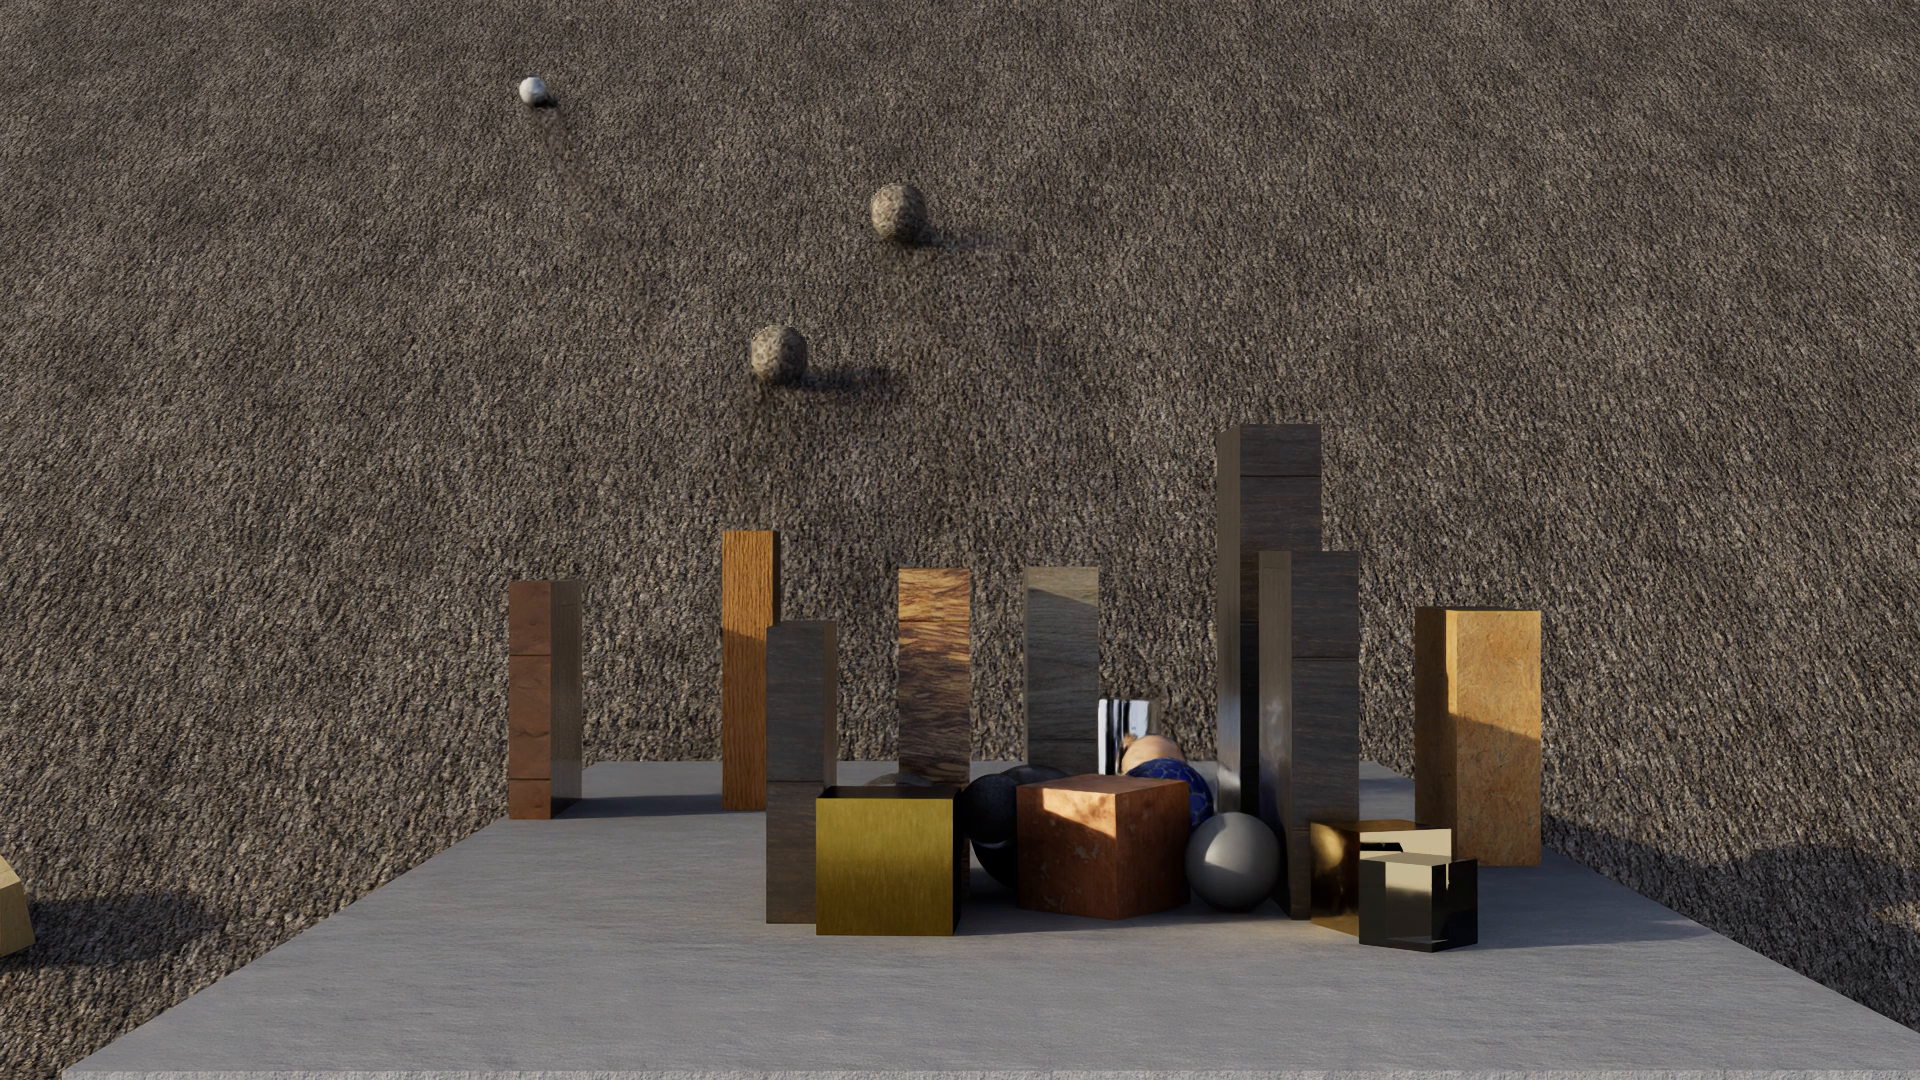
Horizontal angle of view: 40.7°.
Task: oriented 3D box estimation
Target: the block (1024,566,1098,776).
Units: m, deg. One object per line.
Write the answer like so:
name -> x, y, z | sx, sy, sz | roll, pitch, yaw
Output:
block -> 0.172, 0.302, 4.453 | 0.117, 0.513, 0.295 | 0, 0, 0

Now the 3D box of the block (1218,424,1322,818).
block -> 0.553, 0.180, 4.656 | 0.140, 0.759, 0.394 | 0, 0, 0

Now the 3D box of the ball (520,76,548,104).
ball -> -1.788, -1.883, 10.848 | 0.115, 0.115, 0.115 | 0, 31, 0

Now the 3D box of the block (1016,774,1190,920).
block -> 0.217, 0.459, 3.904 | 0.185, 0.185, 0.185 | 0, 2, 40

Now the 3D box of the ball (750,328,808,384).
ball -> -0.604, -0.615, 8.648 | 0.191, 0.191, 0.191 | 0, 31, 0

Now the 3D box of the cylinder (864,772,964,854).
cylinder -> -0.095, 0.458, 3.920 | 0.196, 0.196, 0.196 | 1, 0, 2

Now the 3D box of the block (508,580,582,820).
block -> -0.868, 0.325, 5.438 | 0.084, 0.479, 0.433 | 0, 0, 0

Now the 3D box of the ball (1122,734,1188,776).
ball -> 0.422, 0.493, 5.619 | 0.142, 0.142, 0.142 | 0, 31, 0

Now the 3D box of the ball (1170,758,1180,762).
ball -> 0.424, 0.505, 5.325 | 0.117, 0.117, 0.117 | 0, 31, 0

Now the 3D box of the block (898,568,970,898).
block -> -0.040, 0.302, 4.195 | 0.110, 0.512, 0.351 | 0, 0, 0

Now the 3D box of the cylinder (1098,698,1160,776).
cylinder -> 0.341, 0.459, 5.776 | 0.206, 0.206, 0.206 | 1, -3, 0

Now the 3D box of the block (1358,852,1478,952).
block -> 0.629, 0.496, 3.554 | 0.116, 0.116, 0.116 | 0, 0, 43

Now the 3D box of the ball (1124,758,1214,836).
ball -> 0.353, 0.470, 4.507 | 0.179, 0.179, 0.179 | 0, 31, 0

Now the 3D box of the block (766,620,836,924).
block -> -0.239, 0.342, 3.953 | 0.083, 0.429, 0.410 | 0, 0, 0

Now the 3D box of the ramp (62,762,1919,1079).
ramp -> 0.069, 0.610, 4.681 | 2.000, 0.100, 4.000 | 0, 0, 0

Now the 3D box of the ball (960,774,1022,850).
ball -> 0.054, 0.413, 3.943 | 0.115, 0.115, 0.115 | 0, 31, 0

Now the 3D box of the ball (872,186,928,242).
ball -> -0.226, -1.215, 9.637 | 0.209, 0.209, 0.209 | 0, 31, 0

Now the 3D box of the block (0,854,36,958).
block -> -2.342, 0.875, 6.154 | 0.189, 0.189, 0.189 | -22, 37, -33

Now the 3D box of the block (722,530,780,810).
block -> -0.444, 0.273, 5.534 | 0.105, 0.584, 0.240 | 0, 0, 0

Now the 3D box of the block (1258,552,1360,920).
block -> 0.533, 0.287, 3.984 | 0.099, 0.539, 0.408 | 0, 0, 0

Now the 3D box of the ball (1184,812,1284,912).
ball -> 0.410, 0.481, 3.873 | 0.149, 0.149, 0.149 | 0, 31, 0

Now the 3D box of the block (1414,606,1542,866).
block -> 0.924, 0.341, 4.645 | 0.144, 0.437, 0.409 | 0, 0, 0

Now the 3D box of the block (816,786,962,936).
block -> -0.100, 0.459, 3.724 | 0.192, 0.192, 0.192 | 0, 0, 3

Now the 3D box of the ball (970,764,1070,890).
ball -> 0.116, 0.454, 4.083 | 0.201, 0.201, 0.201 | 0, 31, 0

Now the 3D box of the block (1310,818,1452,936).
block -> 0.602, 0.482, 3.708 | 0.146, 0.146, 0.146 | 0, 0, -20
